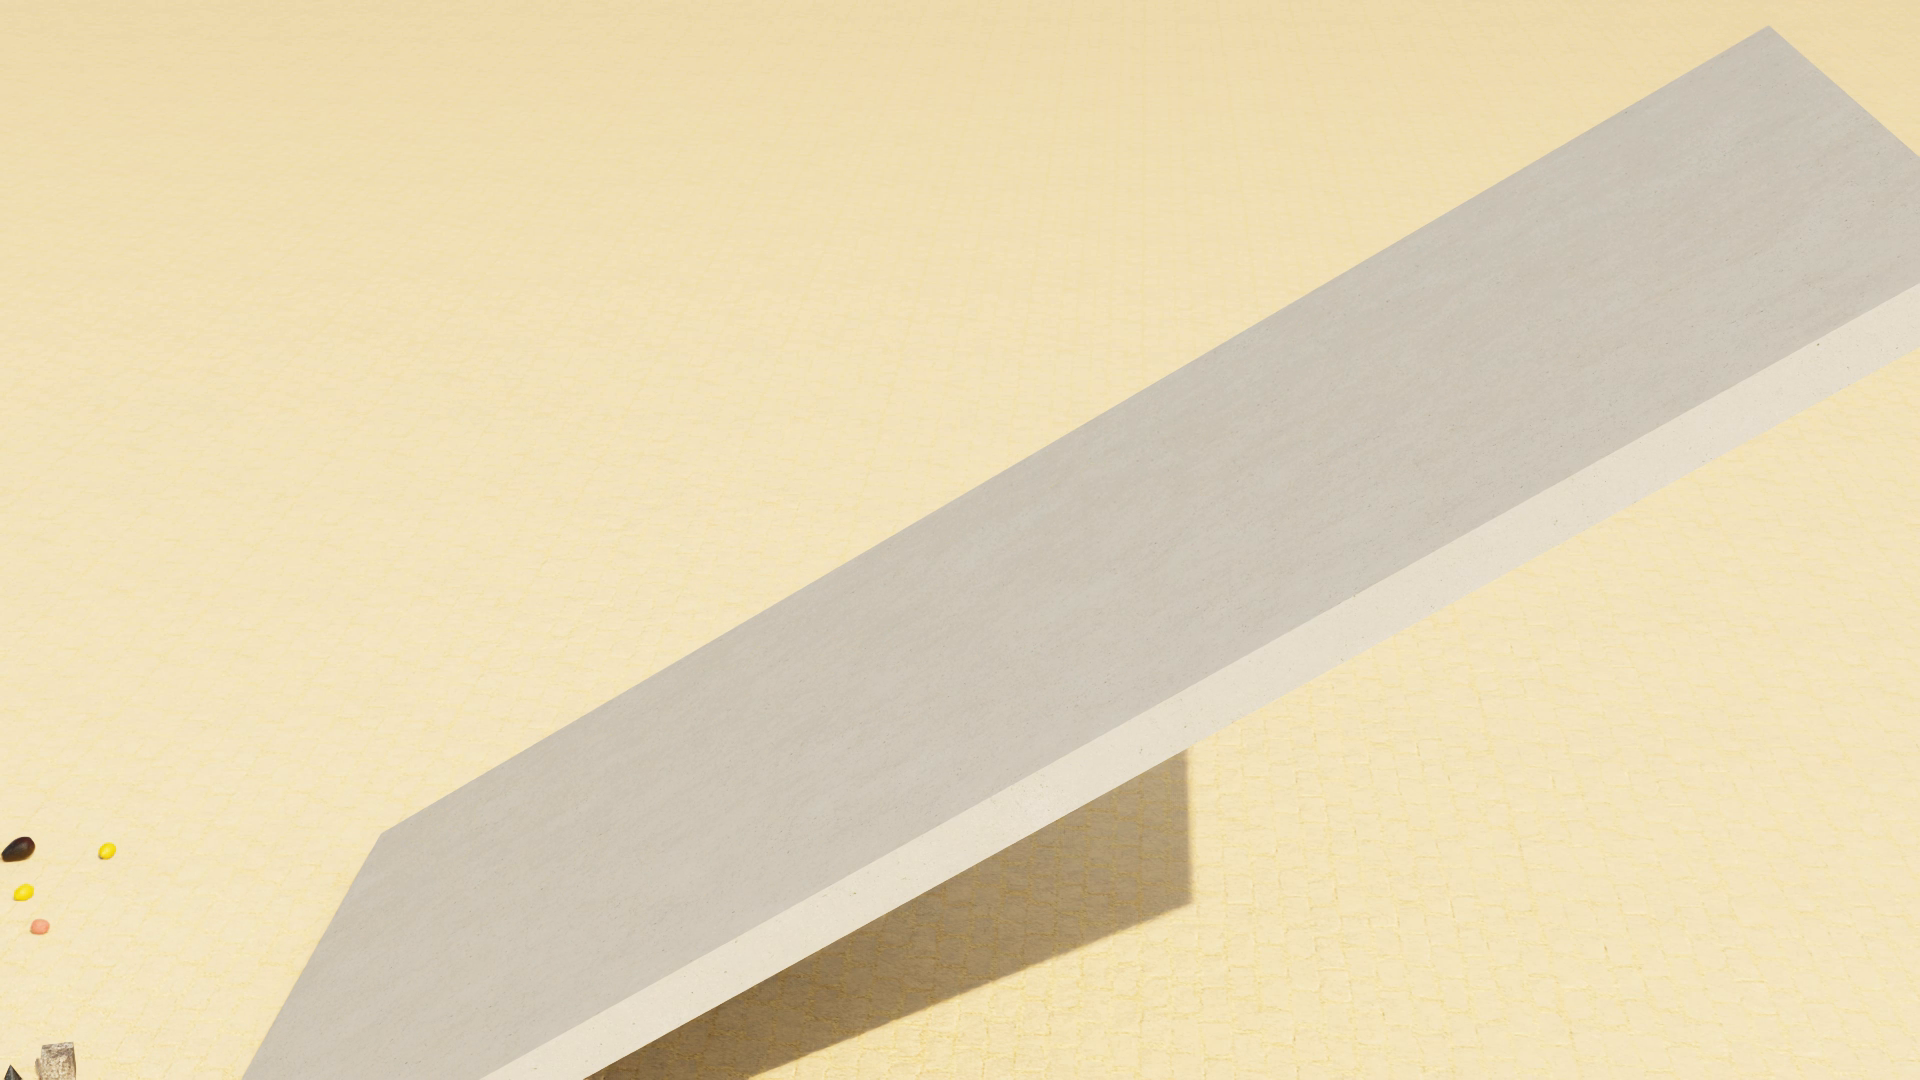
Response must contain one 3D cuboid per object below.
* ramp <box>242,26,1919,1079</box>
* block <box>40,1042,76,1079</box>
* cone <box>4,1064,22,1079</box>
[{"bbox_3d":[0.141,0.170,6.292,4.000,0.100,2.000,-30,15,13],"label":"ramp"},{"bbox_3d":[-2.040,1.186,6.657,0.069,0.069,0.069,-5,20,-13],"label":"block"},{"bbox_3d":[-2.131,1.205,6.610,0.065,0.065,0.065,0,20,0],"label":"cone"}]
